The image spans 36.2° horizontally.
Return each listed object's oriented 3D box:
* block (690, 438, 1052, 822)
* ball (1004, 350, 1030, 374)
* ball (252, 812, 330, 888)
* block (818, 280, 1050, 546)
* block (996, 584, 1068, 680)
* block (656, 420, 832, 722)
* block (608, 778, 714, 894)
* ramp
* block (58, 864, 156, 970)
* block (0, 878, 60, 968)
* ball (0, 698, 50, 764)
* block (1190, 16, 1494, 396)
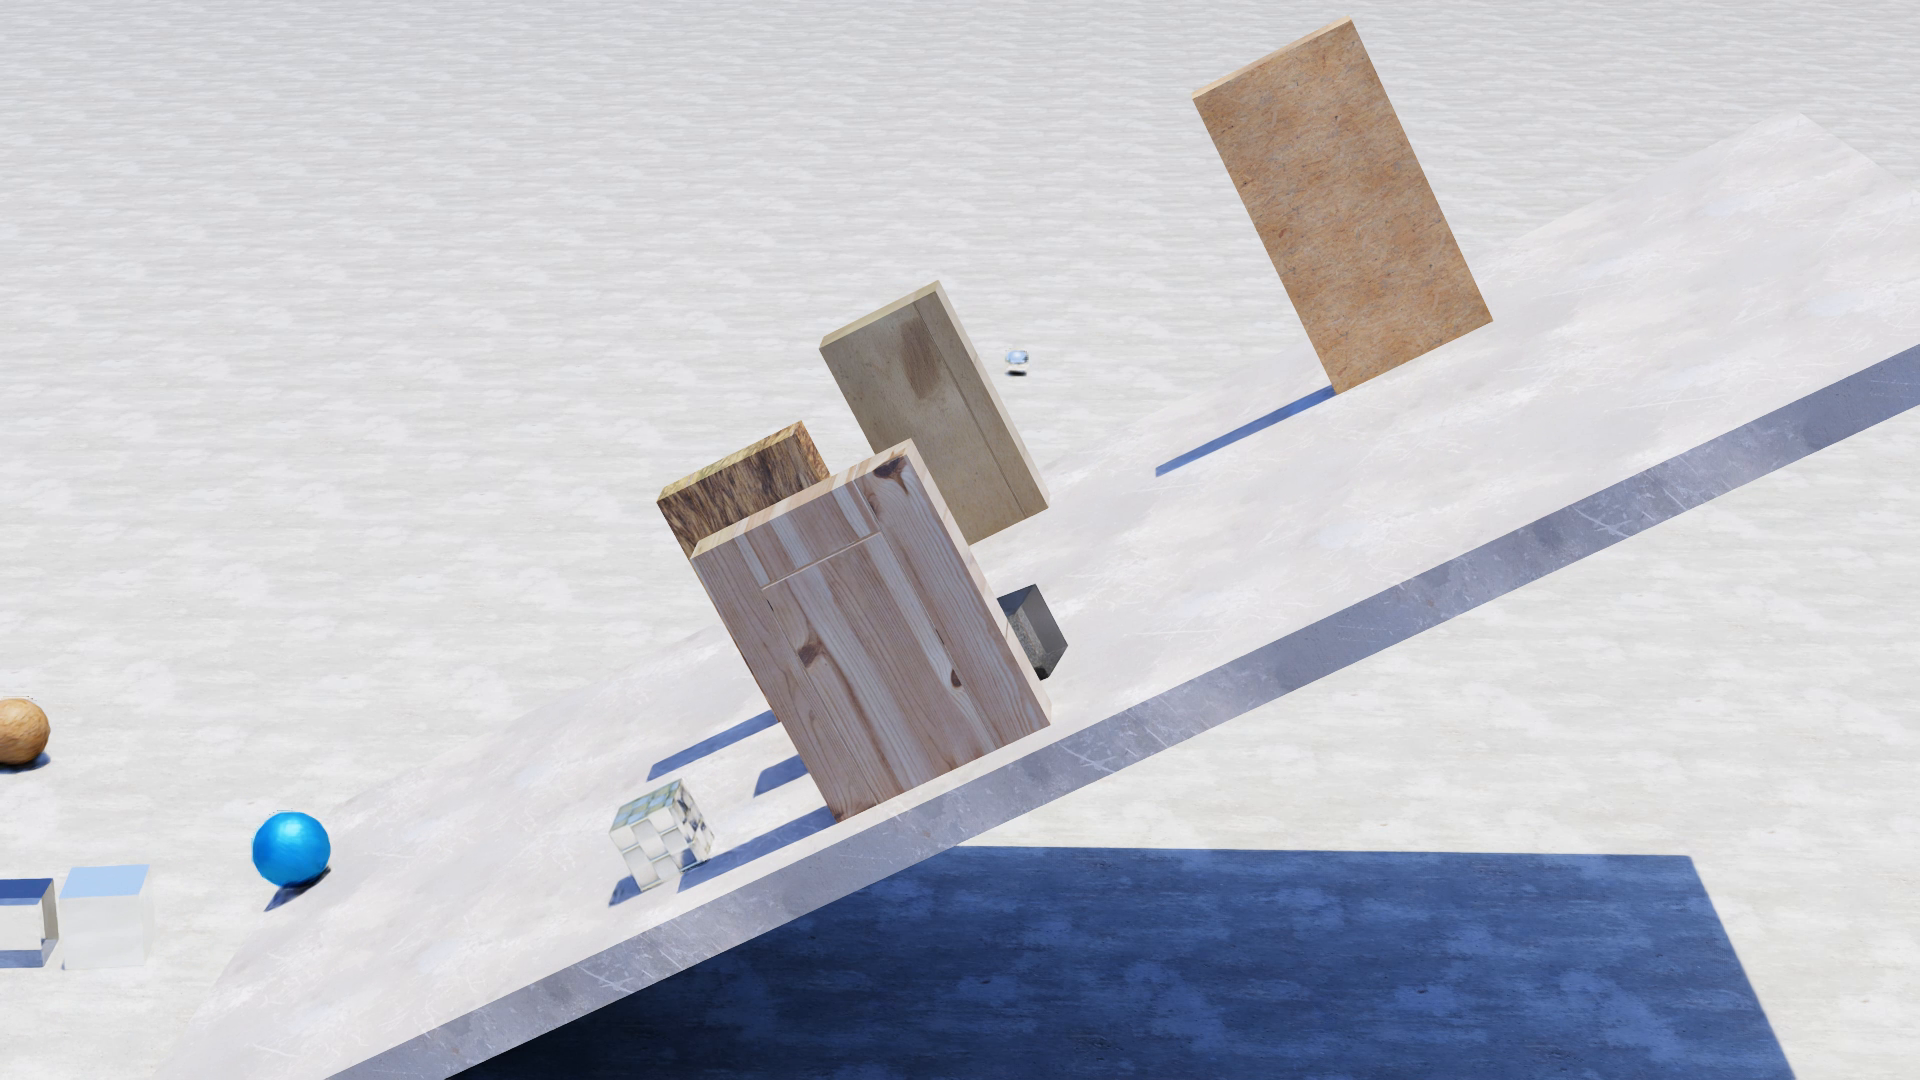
[{"bbox_3d":[-0.159,0.170,5.416,0.443,0.574,0.114,-26,14,10],"label":"block"},{"bbox_3d":[0.239,-0.753,12.456,0.107,0.107,0.107,0,17,0],"label":"ball"},{"bbox_3d":[-1.582,0.733,6.958,0.181,0.181,0.181,0,17,0],"label":"ball"},{"bbox_3d":[-0.056,-0.274,6.839,0.303,0.574,0.127,-26,14,10],"label":"block"},{"bbox_3d":[0.099,0.198,5.731,0.143,0.143,0.143,-21,15,25],"label":"block"},{"bbox_3d":[-0.360,0.069,6.234,0.333,0.547,0.112,-26,14,10],"label":"block"},{"bbox_3d":[-0.576,0.571,5.691,0.138,0.138,0.138,-26,14,10],"label":"block"},{"bbox_3d":[0.139,0.168,6.281,4.000,0.100,2.000,-26,14,10],"label":"ramp"},{"bbox_3d":[-2.000,0.884,6.906,0.182,0.182,0.182,-2,17,-6],"label":"block"},{"bbox_3d":[-2.218,0.899,6.899,0.158,0.158,0.158,-1,17,-3],"label":"block"},{"bbox_3d":[-2.599,0.526,8.088,0.184,0.184,0.184,0,17,0],"label":"ball"},{"bbox_3d":[0.836,-0.727,6.424,0.376,0.733,0.091,-26,14,10],"label":"block"}]
